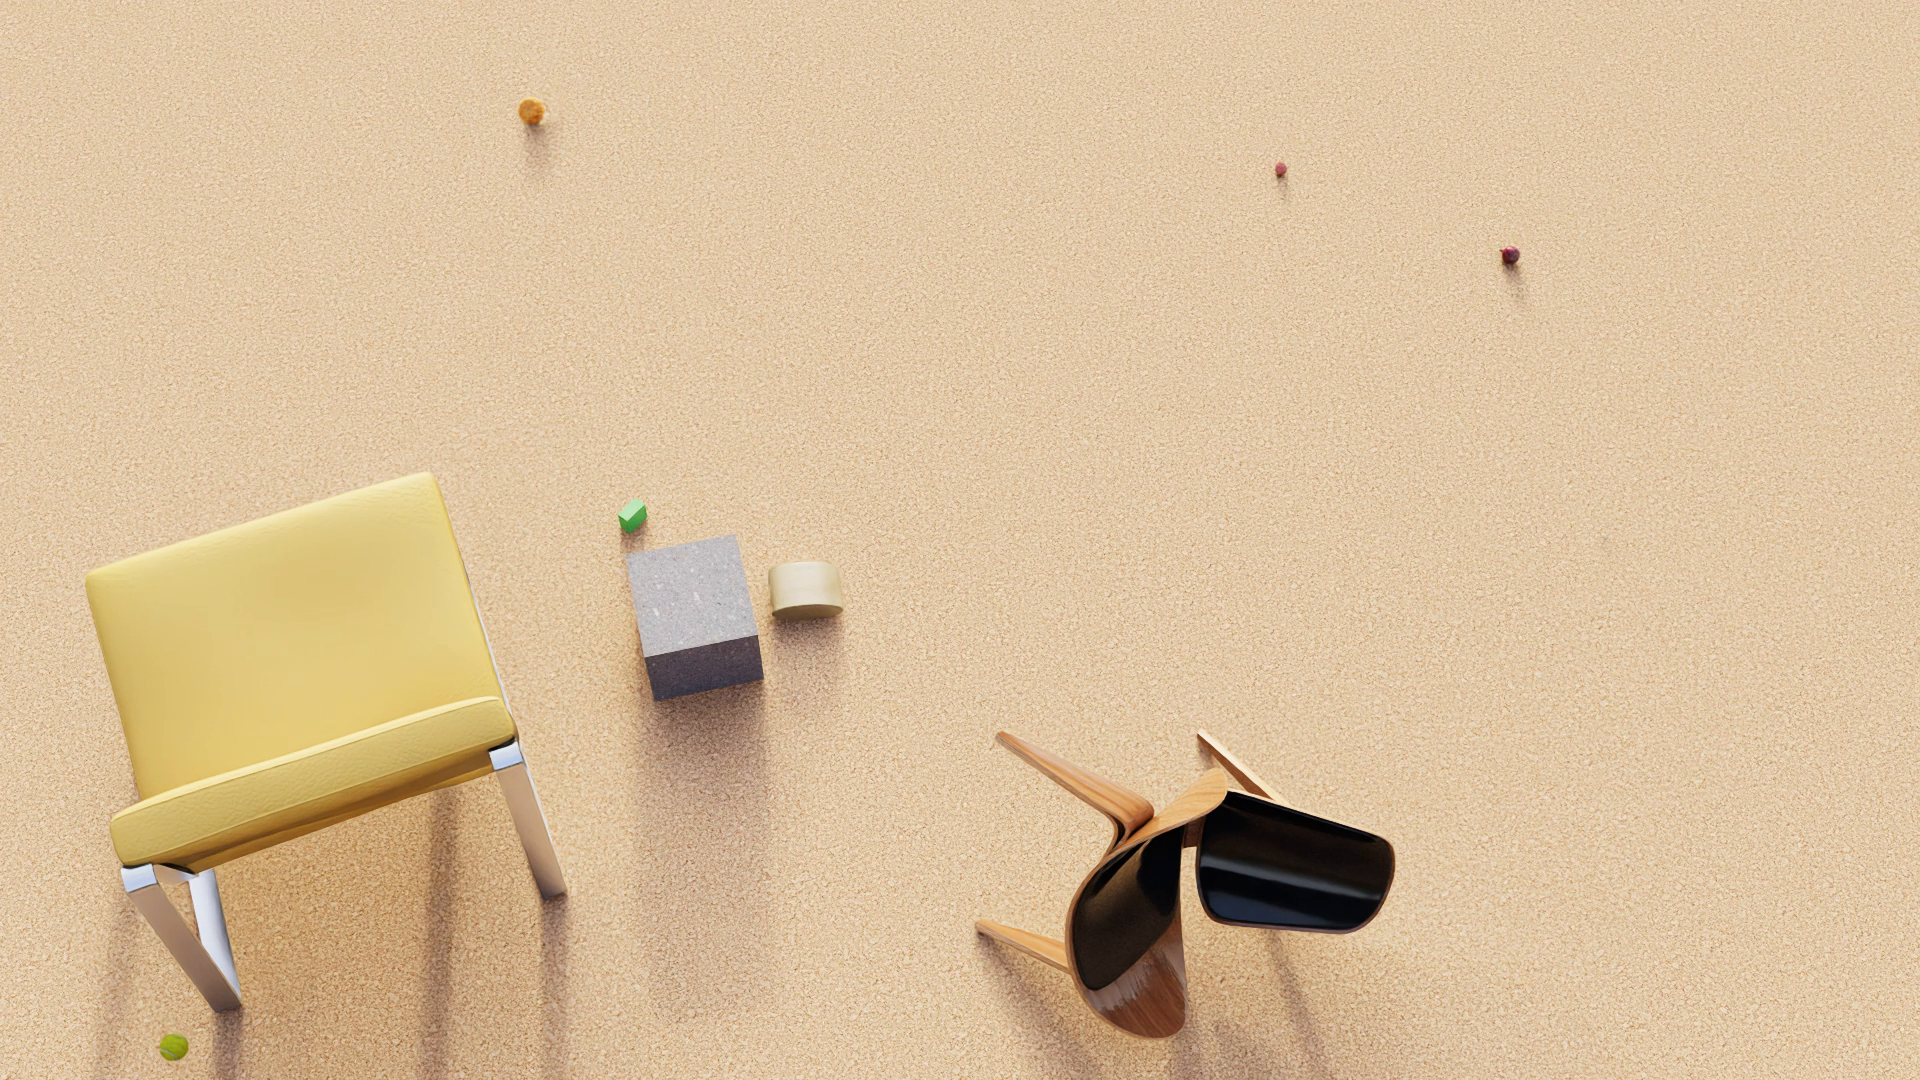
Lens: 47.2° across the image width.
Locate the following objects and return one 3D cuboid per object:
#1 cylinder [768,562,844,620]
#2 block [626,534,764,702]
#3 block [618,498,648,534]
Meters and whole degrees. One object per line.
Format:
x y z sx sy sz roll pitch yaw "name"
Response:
-0.452 0.149 6.422 0.208 0.083 0.147 -3 56 -10 "cylinder"
-0.756 0.221 6.278 0.318 0.245 0.347 -11 57 -7 "block"
-0.979 -0.073 6.582 0.039 0.068 0.077 32 62 20 "block"
